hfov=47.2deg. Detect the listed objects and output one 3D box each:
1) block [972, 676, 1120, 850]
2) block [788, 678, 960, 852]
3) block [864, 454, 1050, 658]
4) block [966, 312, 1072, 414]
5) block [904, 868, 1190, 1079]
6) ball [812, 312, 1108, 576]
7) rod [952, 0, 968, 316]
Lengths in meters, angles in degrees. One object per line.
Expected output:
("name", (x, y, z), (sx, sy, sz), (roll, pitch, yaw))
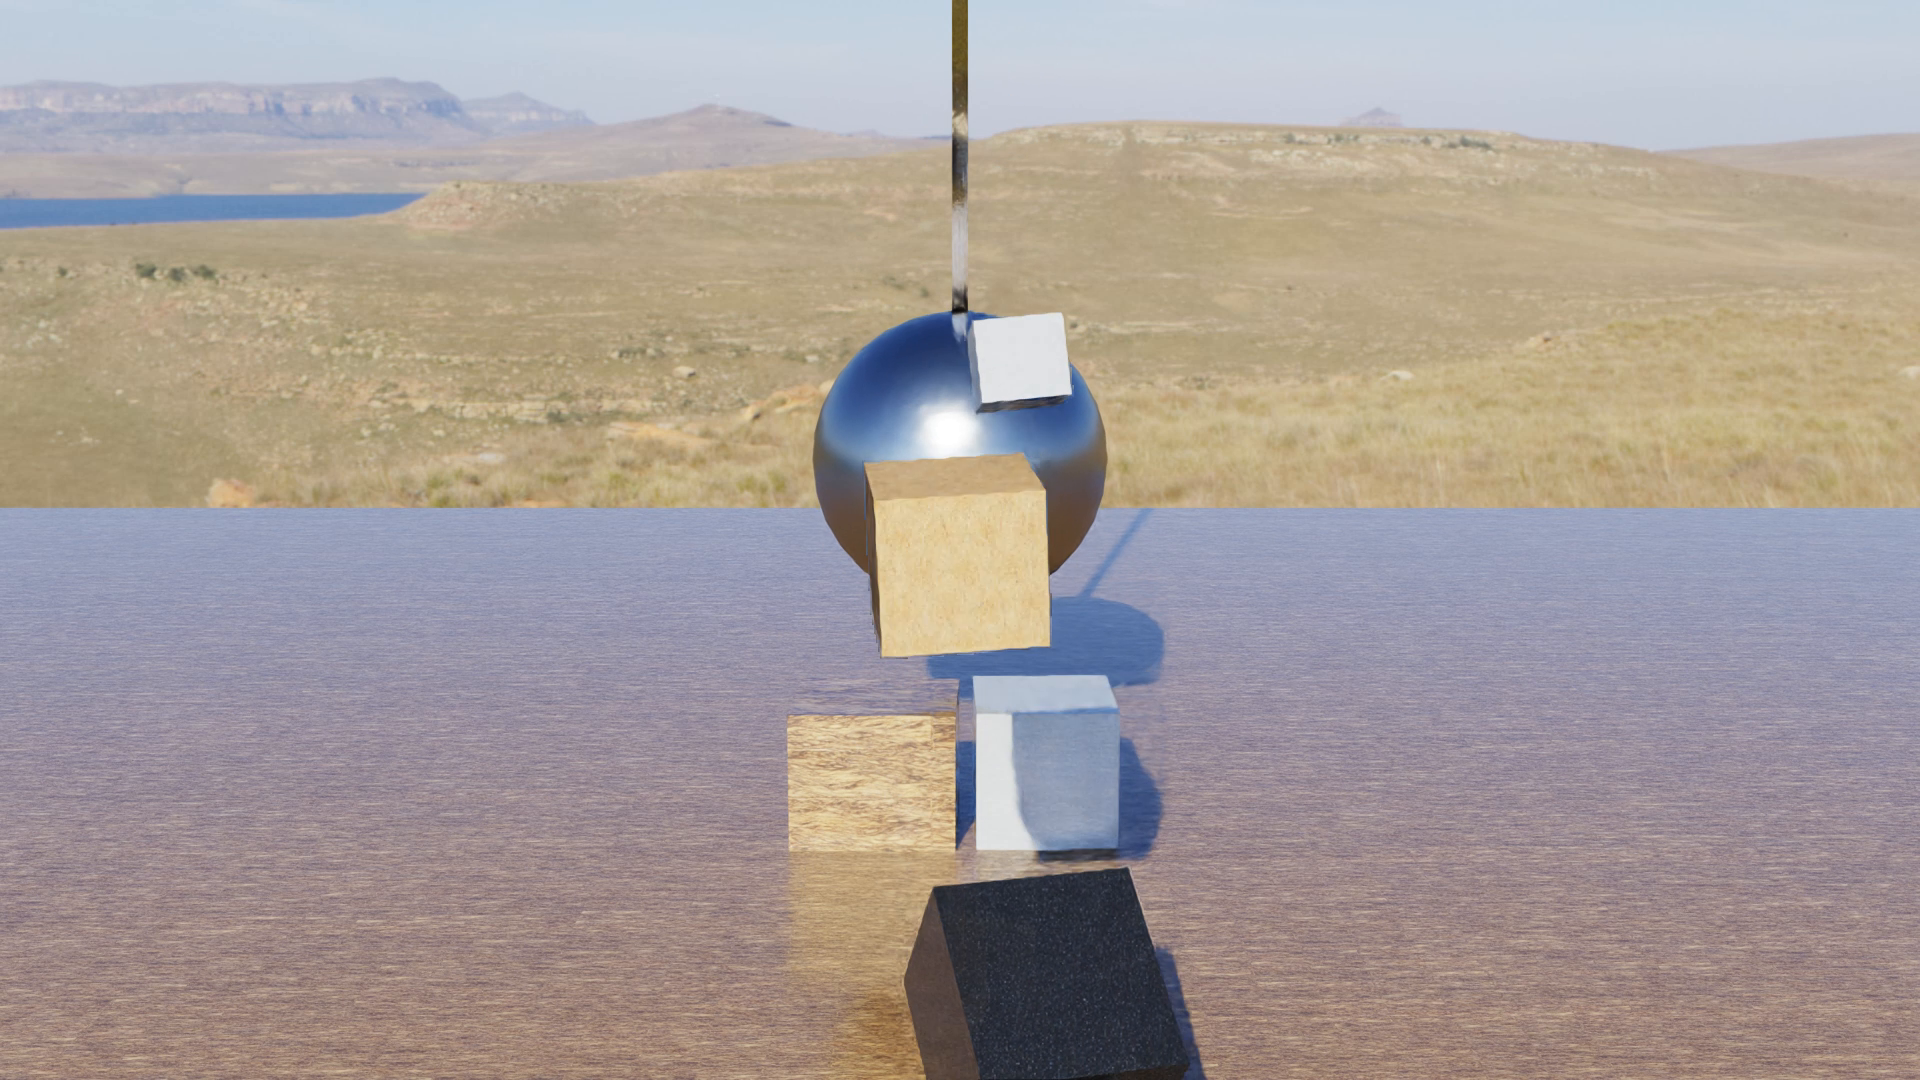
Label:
("block", (0.430, 1.137, 11.349), (0.710, 0.703, 0.788), (0, 10, -1))
("block", (-0.430, 1.145, 11.313), (0.832, 0.700, 0.766), (0, 10, 1))
("block", (-0.017, 0.040, 7.338), (0.548, 0.521, 0.582), (-4, 14, -5))
("block", (0.258, -0.782, 9.759), (0.393, 0.362, 0.366), (-6, -4, -5))
("block", (0.277, 1.670, 7.653), (0.717, 0.634, 0.767), (-3, 50, -16))
("ball", (0.000, -0.438, 11.920), (1.600, 1.600, 1.600), (0, 10, 0))
("rod", (0.000, -3.672, 10.868), (0.080, 5.200, 0.080), (0, 18, 0))
